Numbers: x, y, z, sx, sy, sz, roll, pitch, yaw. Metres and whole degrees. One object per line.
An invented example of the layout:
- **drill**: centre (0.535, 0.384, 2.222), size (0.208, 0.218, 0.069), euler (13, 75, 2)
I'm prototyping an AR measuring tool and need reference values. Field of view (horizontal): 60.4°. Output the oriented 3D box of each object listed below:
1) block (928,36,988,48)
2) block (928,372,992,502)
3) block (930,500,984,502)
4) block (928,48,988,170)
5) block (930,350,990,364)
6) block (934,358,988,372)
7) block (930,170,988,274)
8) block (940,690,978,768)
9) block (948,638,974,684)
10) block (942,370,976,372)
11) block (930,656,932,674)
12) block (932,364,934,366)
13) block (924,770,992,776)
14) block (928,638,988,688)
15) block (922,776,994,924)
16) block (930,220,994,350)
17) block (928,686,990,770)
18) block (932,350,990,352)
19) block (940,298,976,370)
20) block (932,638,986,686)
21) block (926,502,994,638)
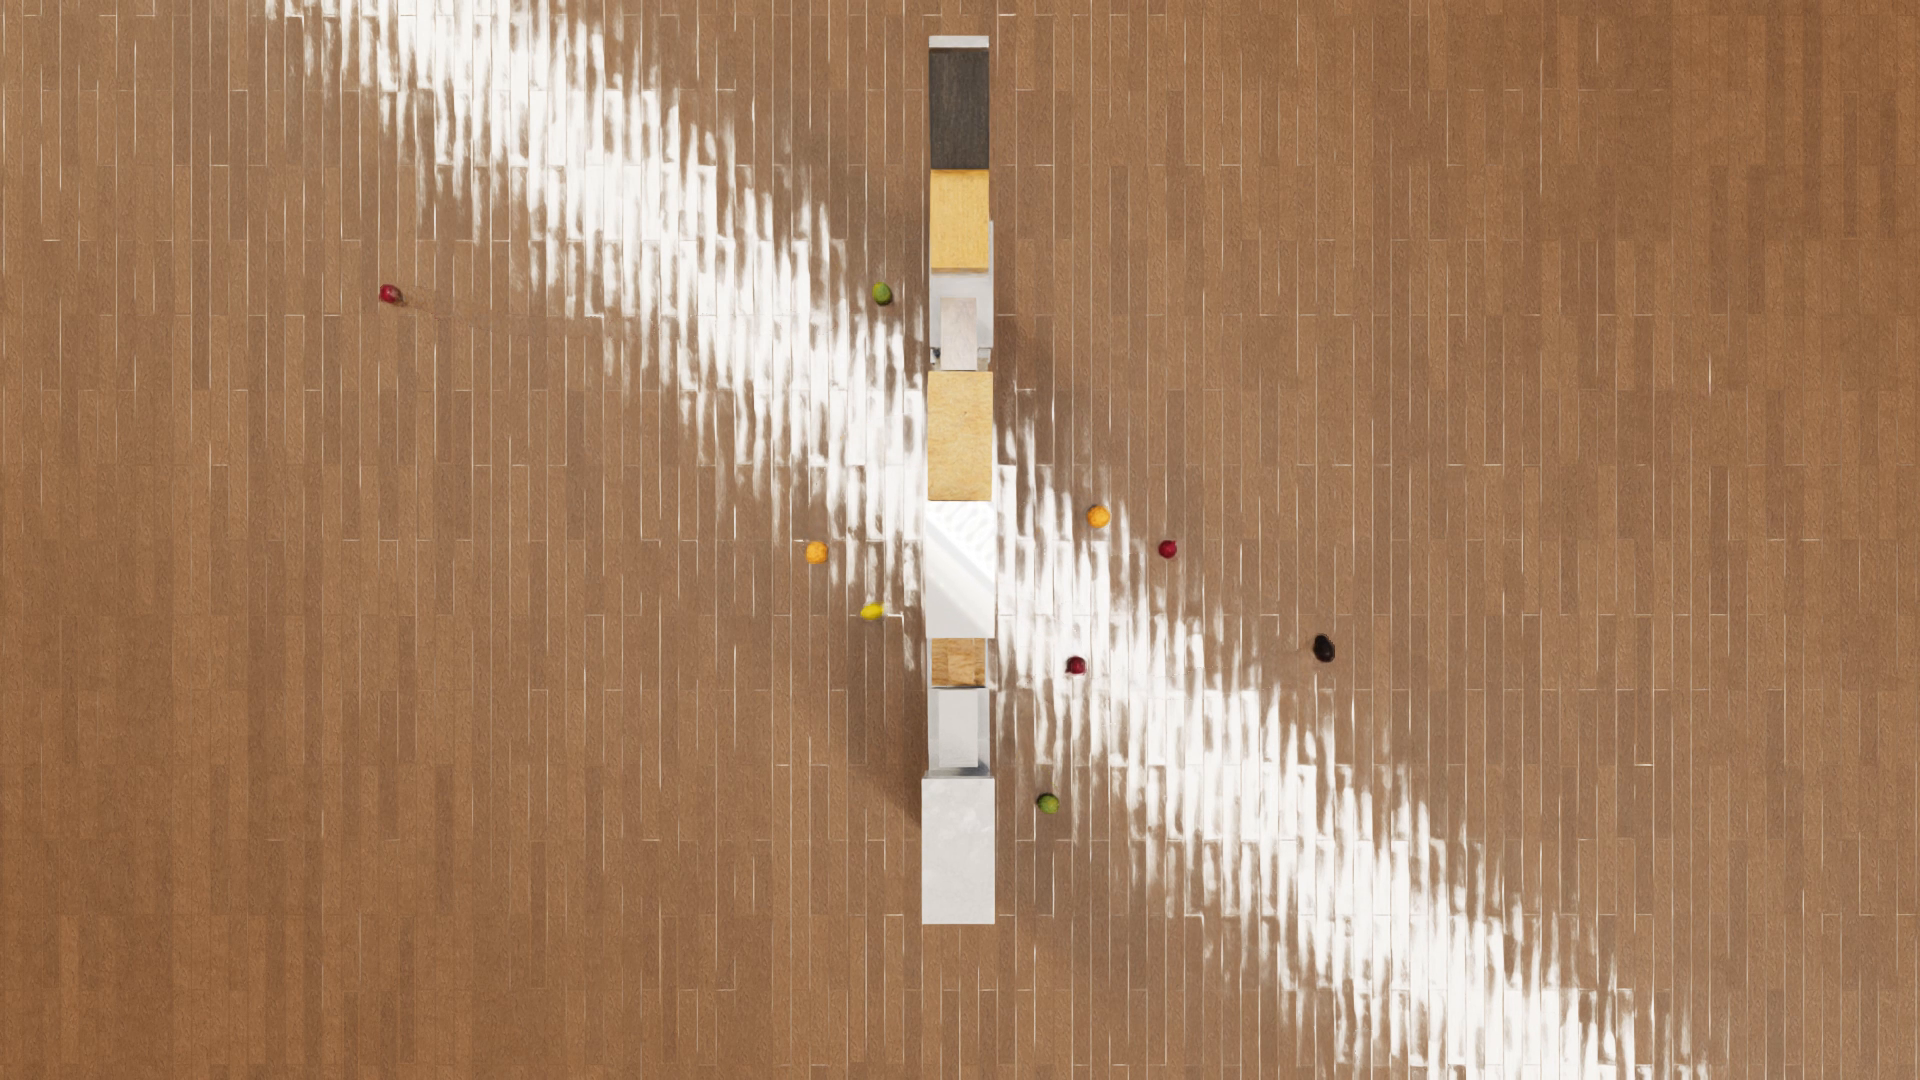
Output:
- **block**: centre (-0.002, -1.074, 4.504), size (0.153, 0.690, 0.043), euler (0, 54, 0)
- **block**: centre (0.000, -0.263, 4.194), size (0.163, 0.046, 0.326), euler (0, 90, 0)
- **block**: centre (-0.005, -0.055, 4.565), size (0.152, 0.043, 0.304), euler (0, 90, 0)
- **block**: centre (-0.002, -1.114, 4.266), size (0.153, 0.043, 0.306), euler (0, 123, 0)
- **block**: centre (0.001, -0.686, 4.799), size (0.172, 0.049, 0.344), euler (0, 90, 0)
- **block**: centre (0.003, -0.360, 4.594), size (0.147, 0.042, 0.293), euler (0, 90, 0)
- **block**: centre (-0.002, -0.859, 4.369), size (0.153, 0.043, 0.306), euler (0, 80, 0)
- **block**: centre (-0.004, 0.474, 4.159), size (0.096, 0.027, 0.193), euler (0, 90, 0)
- **block**: centre (0.002, 0.308, 4.266), size (0.065, 0.018, 0.130), euler (-1, 90, 0)
- **block**: centre (-0.004, -0.461, 4.390), size (0.092, 0.365, 0.026), euler (-1, 90, 0)
- **block**: centre (-0.008, 0.341, 4.589), size (0.144, 0.287, 0.041), euler (0, 90, 0)
- **block**: centre (0.001, -0.572, 4.996), size (0.172, 0.344, 0.049), euler (0, 90, 0)
- **block**: centre (-0.004, 0.634, 4.191), size (0.174, 0.348, 0.049), euler (0, 90, 0)
- **block**: centre (-0.006, 0.427, 4.757), size (0.173, 0.049, 0.347), euler (-1, 90, 0)
- **block**: centre (-0.004, 0.749, 3.993), size (0.174, 0.049, 0.348), euler (0, 90, 0)
- **block**: centre (0.004, -0.682, 4.412), size (0.168, 0.048, 0.337), euler (0, 90, 0)
- **block**: centre (-0.002, 0.554, 4.388), size (0.161, 0.046, 0.321), euler (-1, 90, 0)
- **block**: centre (0.004, -0.567, 4.607), size (0.168, 0.337, 0.048), euler (0, 90, 0)
- **block**: centre (-0.003, -0.523, 4.192), size (0.092, 0.026, 0.184), euler (0, 92, 0)
- **block**: centre (-0.004, 0.245, 4.425), size (0.144, 0.041, 0.287), euler (0, 90, 0)
- **block**: centre (0.000, 0.073, 4.048), size (0.167, 0.047, 0.333), euler (0, 90, 0)
